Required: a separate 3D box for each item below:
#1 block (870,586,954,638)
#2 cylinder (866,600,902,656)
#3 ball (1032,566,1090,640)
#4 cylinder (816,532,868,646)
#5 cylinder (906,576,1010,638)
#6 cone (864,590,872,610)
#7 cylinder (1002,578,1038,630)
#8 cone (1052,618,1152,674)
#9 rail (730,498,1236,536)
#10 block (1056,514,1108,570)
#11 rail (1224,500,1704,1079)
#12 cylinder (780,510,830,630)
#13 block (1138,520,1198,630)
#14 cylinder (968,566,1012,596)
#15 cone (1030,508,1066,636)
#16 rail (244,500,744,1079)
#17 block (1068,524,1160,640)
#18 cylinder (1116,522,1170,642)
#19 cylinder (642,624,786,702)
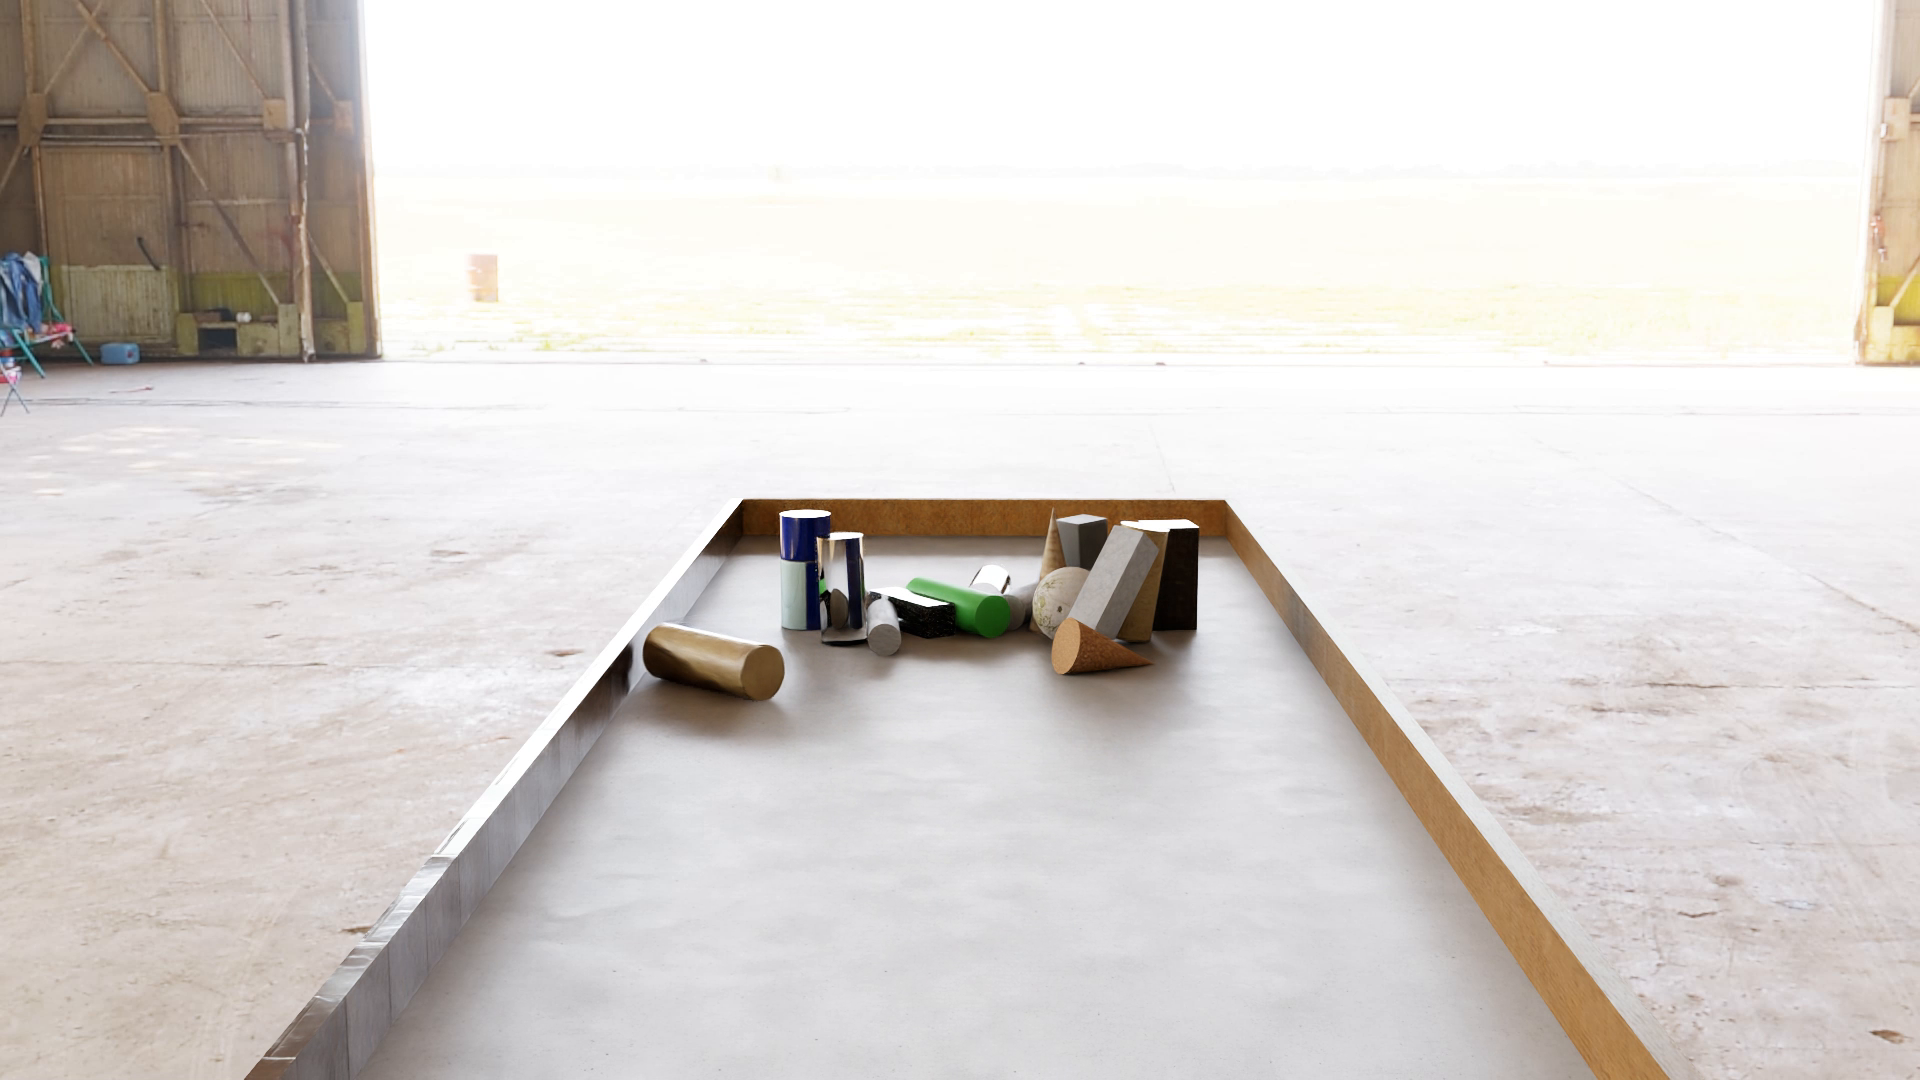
[{"bbox_3d":[-0.158,0.236,7.180,0.106,0.106,0.351,-6,11,-33],"label":"block"},{"bbox_3d":[-0.243,0.275,6.953,0.102,0.102,0.400,-1,9,-3],"label":"cylinder"},{"bbox_3d":[0.351,0.207,6.920,0.246,0.246,0.246,0,9,0],"label":"ball"},{"bbox_3d":[-0.372,0.155,6.933,0.145,0.338,0.145,-2,7,0],"label":"cylinder"},{"bbox_3d":[-0.014,0.217,7.197,0.139,0.139,0.423,-6,11,-34],"label":"cylinder"},{"bbox_3d":[-0.437,0.225,7.374,0.136,0.136,0.363,-5,0,-30],"label":"cone"},{"bbox_3d":[0.233,0.205,7.333,0.120,0.120,0.413,4,10,22],"label":"cylinder"},{"bbox_3d":[0.452,0.344,6.574,0.311,0.171,0.171,13,3,-24],"label":"cone"},{"bbox_3d":[0.099,-0.098,9.147,2.100,0.150,0.050,0,9,1],"label":"rail"},{"bbox_3d":[0.405,0.104,7.208,0.120,0.351,0.120,-11,14,-34],"label":"block"},{"bbox_3d":[1.046,0.843,3.208,0.050,0.150,12.000,0,9,1],"label":"rail"},{"bbox_3d":[-0.505,0.098,7.198,0.164,0.372,0.164,0,9,0],"label":"cylinder"},{"bbox_3d":[0.681,0.115,7.208,0.163,0.337,0.163,-1,9,-7],"label":"block"},{"bbox_3d":[0.094,0.180,7.441,0.136,0.136,0.331,1,9,6],"label":"cylinder"},{"bbox_3d":[0.304,0.090,7.110,0.166,0.410,0.166,-1,11,0],"label":"cone"},{"bbox_3d":[-1.004,0.839,3.234,0.050,0.150,12.000,0,9,1],"label":"rail"},{"bbox_3d":[0.460,0.159,6.756,0.114,0.390,0.114,16,-19,40],"label":"block"},{"bbox_3d":[0.556,0.133,6.964,0.154,0.359,0.154,9,7,-1],"label":"cylinder"},{"bbox_3d":[-0.709,0.348,6.303,0.444,0.160,0.160,9,12,43],"label":"cylinder"}]
